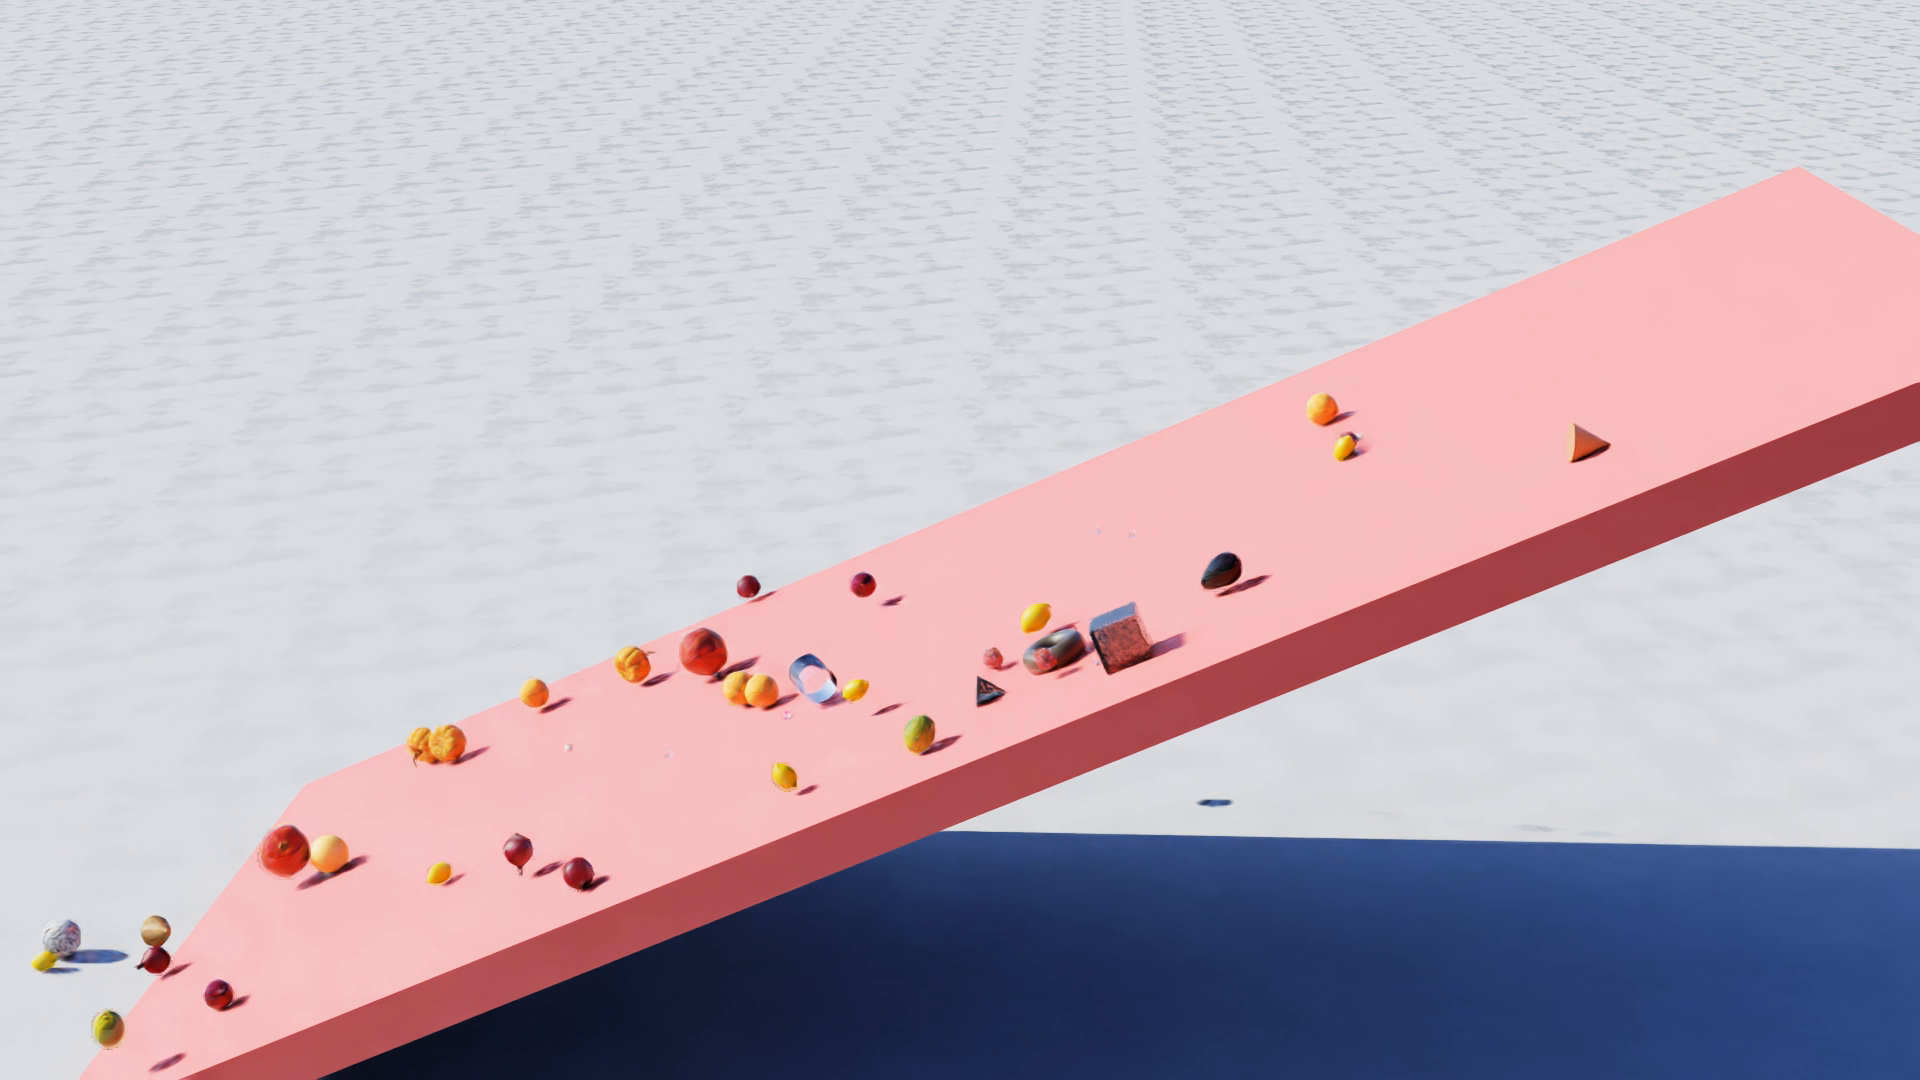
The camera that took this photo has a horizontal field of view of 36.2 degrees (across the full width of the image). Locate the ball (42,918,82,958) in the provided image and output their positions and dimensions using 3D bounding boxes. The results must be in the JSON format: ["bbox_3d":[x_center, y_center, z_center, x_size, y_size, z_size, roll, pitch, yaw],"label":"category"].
[{"bbox_3d":[-2.037,0.902,6.667,0.088,0.088,0.088,0,15,0],"label":"ball"}]

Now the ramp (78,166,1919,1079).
[{"bbox_3d":[0.130,0.171,6.285,4.000,0.100,2.000,-22,13,8],"label":"ramp"}]

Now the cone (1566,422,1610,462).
[{"bbox_3d":[1.177,-0.181,5.487,0.076,0.076,0.076,3,15,-1],"label":"cone"}]

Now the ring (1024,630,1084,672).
[{"bbox_3d":[0.181,0.215,5.683,0.129,0.043,0.129,-24,14,6],"label":"ring"}]

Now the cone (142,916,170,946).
[{"bbox_3d":[-1.783,0.874,6.574,0.069,0.069,0.069,-12,2,-39],"label":"cone"}]

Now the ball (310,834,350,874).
[{"bbox_3d":[-1.400,0.697,6.529,0.086,0.086,0.086,0,15,0],"label":"ball"}]

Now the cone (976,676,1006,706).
[{"bbox_3d":[0.061,0.290,5.634,0.059,0.059,0.059,2,15,-4],"label":"cone"}]

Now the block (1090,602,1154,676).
[{"bbox_3d":[0.301,0.184,5.479,0.090,0.090,0.090,-22,13,10],"label":"block"}]
